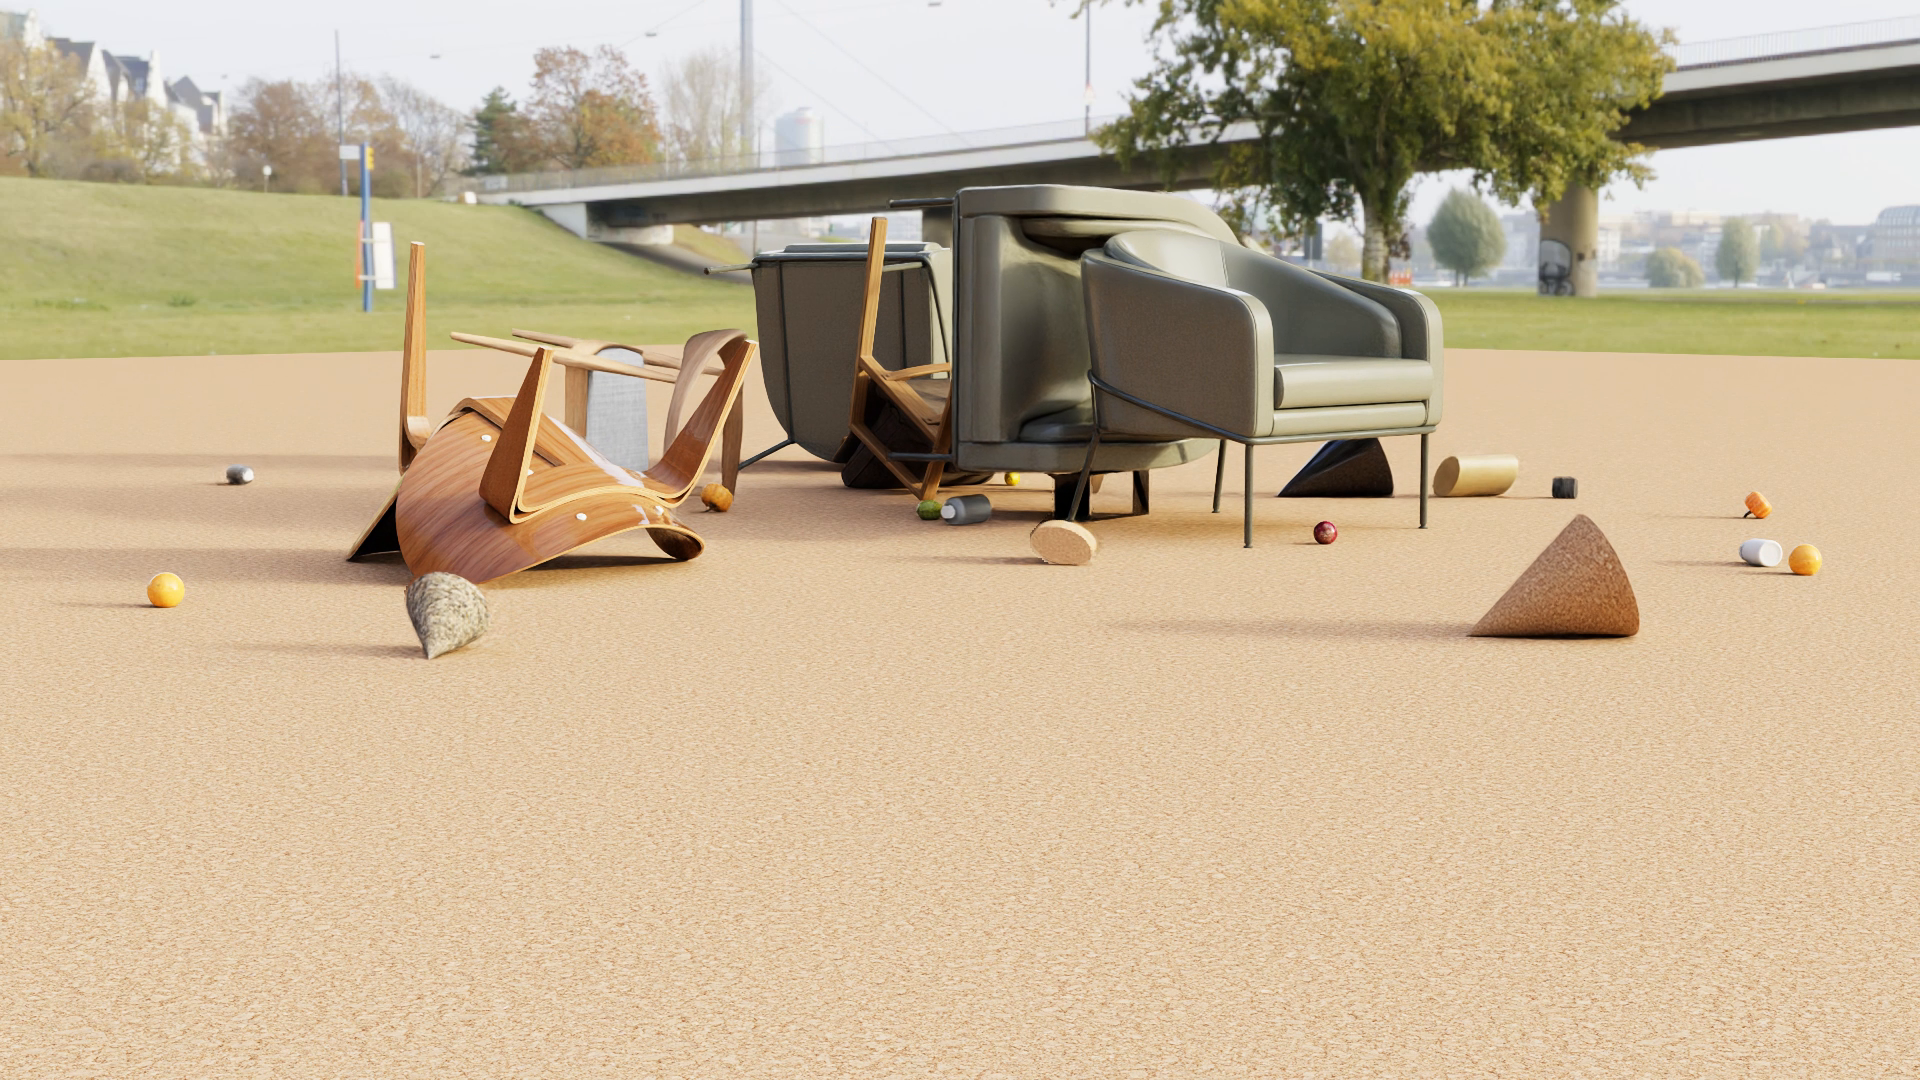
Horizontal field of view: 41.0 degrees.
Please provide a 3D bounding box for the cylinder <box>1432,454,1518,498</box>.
[{"bbox_3d":[1.537,-0.191,7.648,0.201,0.098,0.170,-2,-30,-21],"label":"cylinder"}]

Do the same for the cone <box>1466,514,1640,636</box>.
[{"bbox_3d":[1.054,0.120,4.700,0.283,0.242,0.273,-24,-2,-1],"label":"cone"}]

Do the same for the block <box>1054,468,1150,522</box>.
[{"bbox_3d":[0.389,-0.126,7.020,0.120,0.125,0.277,5,7,38],"label":"block"}]

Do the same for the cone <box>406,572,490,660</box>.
[{"bbox_3d":[-0.910,0.164,4.471,0.147,0.159,0.151,-11,32,11],"label":"cone"}]

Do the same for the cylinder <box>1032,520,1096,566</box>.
[{"bbox_3d":[0.241,0.006,5.920,0.142,0.081,0.163,18,8,5],"label":"cylinder"}]

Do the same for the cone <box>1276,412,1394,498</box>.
[{"bbox_3d":[1.087,-0.193,7.665,0.325,0.278,0.246,-24,14,-7],"label":"cone"}]
